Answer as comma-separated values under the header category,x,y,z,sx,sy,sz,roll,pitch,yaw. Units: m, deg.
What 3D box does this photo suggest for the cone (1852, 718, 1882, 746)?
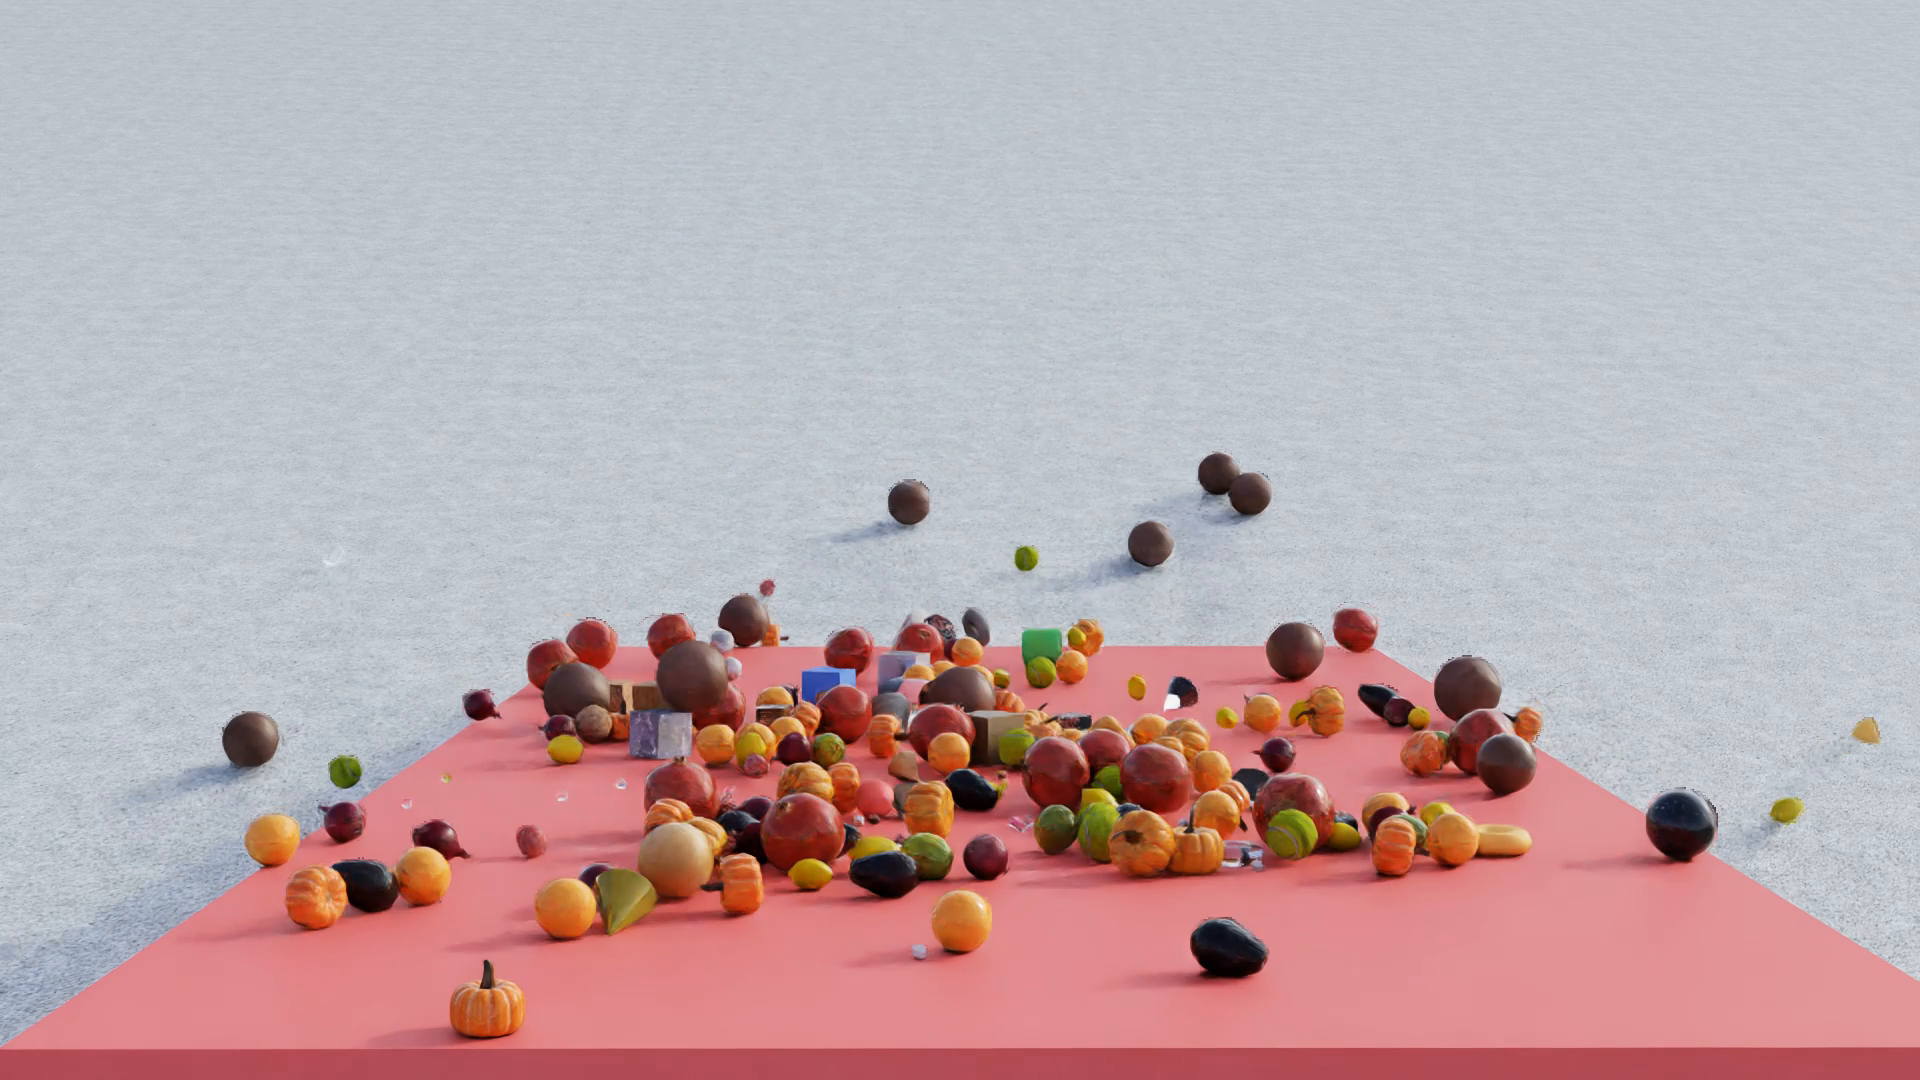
category,x,y,z,sx,sy,sz,roll,pitch,yaw
cone,2.190,0.472,6.172,0.063,0.063,0.063,-15,50,-35

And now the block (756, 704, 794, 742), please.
category,x,y,z,sx,sy,sz,roll,pitch,yaw
block,-0.345,0.341,4.787,0.061,0.061,0.061,0,3,8

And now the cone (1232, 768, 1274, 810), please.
category,x,y,z,sx,sy,sz,roll,pitch,yaw
cone,0.448,0.401,3.992,0.067,0.067,0.067,6,32,16

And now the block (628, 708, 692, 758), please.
category,x,y,z,sx,sy,sz,roll,pitch,yaw
block,-0.531,0.344,4.560,0.078,0.078,0.078,3,2,42

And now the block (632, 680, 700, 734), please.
category,x,y,z,sx,sy,sz,roll,pitch,yaw
block,-0.554,0.319,4.856,0.096,0.096,0.096,1,3,17

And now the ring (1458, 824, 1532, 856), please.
category,x,y,z,sx,sy,sz,roll,pitch,yaw
ring,0.751,0.422,3.609,0.101,0.034,0.101,-1,4,0

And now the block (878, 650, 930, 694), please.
category,x,y,z,sx,sy,sz,roll,pitch,yaw
block,-0.120,0.286,5.506,0.086,0.086,0.086,1,4,20

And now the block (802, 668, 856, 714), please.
category,x,y,z,sx,sy,sz,roll,pitch,yaw
block,-0.267,0.305,5.206,0.084,0.084,0.084,1,3,19

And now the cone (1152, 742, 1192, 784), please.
category,x,y,z,sx,sy,sz,roll,pitch,yaw
cone,0.356,0.385,4.266,0.069,0.069,0.069,-1,30,-1

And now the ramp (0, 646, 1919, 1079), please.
category,x,y,z,sx,sy,sz,roll,pitch,yaw
ramp,0.048,0.436,4.532,2.000,0.100,4.000,0,3,0

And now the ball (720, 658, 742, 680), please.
category,x,y,z,sx,sy,sz,roll,pitch,yaw
ball,-0.514,0.289,5.771,0.051,0.051,0.051,0,21,0

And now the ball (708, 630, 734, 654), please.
category,x,y,z,sx,sy,sz,roll,pitch,yaw
ball,-0.587,0.251,6.328,0.062,0.062,0.062,0,21,0

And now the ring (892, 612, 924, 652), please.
category,x,y,z,sx,sy,sz,roll,pitch,yaw
ring,-0.126,0.227,6.253,0.039,0.118,0.118,31,20,-7

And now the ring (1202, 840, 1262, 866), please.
category,x,y,z,sx,sy,sz,roll,pitch,yaw
ring,0.374,0.430,3.523,0.083,0.028,0.083,0,2,0

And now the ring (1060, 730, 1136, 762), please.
category,x,y,z,sx,sy,sz,roll,pitch,yaw
ring,0.243,0.363,4.536,0.136,0.045,0.136,-1,4,0

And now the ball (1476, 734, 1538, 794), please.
category,x,y,z,sx,sy,sz,roll,pitch,yaw
ball,0.878,0.359,4.131,0.097,0.097,0.097,0,21,0

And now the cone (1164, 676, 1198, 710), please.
category,x,y,z,sx,sy,sz,roll,pitch,yaw
cone,0.436,0.328,5.245,0.072,0.072,0.072,17,40,37

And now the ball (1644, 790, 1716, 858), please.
category,x,y,z,sx,sy,sz,roll,pitch,yaw
ball,0.998,0.393,3.557,0.096,0.096,0.096,0,21,0

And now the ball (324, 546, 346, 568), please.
category,x,y,z,sx,sy,sz,roll,pitch,yaw
ball,-1.776,0.047,7.296,0.065,0.065,0.065,0,21,0

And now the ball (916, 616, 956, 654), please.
category,x,y,z,sx,sy,sz,roll,pitch,yaw
ball,-0.060,0.233,6.333,0.096,0.096,0.096,0,21,0

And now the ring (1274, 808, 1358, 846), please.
category,x,y,z,sx,sy,sz,roll,pitch,yaw
ring,0.512,0.414,3.700,0.122,0.041,0.122,-1,4,0

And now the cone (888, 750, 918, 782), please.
category,x,y,z,sx,sy,sz,roll,pitch,yaw
cone,-0.082,0.388,4.277,0.056,0.056,0.056,-10,43,-25

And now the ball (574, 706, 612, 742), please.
category,x,y,z,sx,sy,sz,roll,pitch,yaw
ball,-0.677,0.339,4.741,0.069,0.069,0.069,0,21,0

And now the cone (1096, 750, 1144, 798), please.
category,x,y,z,sx,sy,sz,roll,pitch,yaw
cone,0.263,0.391,4.128,0.077,0.077,0.077,-2,30,-5

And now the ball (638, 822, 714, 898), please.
category,x,y,z,sx,sy,sz,roll,pitch,yaw
ball,-0.363,0.409,3.282,0.098,0.098,0.098,0,21,0

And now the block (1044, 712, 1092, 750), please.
category,x,y,z,sx,sy,sz,roll,pitch,yaw
block,0.196,0.348,4.662,0.060,0.060,0.060,-2,4,-36

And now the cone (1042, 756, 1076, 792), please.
category,x,y,z,sx,sy,sz,roll,pitch,yaw
cone,0.167,0.392,4.184,0.058,0.058,0.058,-3,30,-7

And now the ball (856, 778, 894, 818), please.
category,x,y,z,sx,sy,sz,roll,pitch,yaw
ball,-0.129,0.392,3.893,0.060,0.060,0.060,0,21,0

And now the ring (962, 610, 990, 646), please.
category,x,y,z,sx,sy,sz,roll,pitch,yaw
ring,0.040,0.214,6.255,0.032,0.097,0.097,-23,29,-26

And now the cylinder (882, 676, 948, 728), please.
category,x,y,z,sx,sy,sz,roll,pitch,yaw
cylinder,-0.089,0.314,4.960,0.093,0.093,0.093,5,19,38

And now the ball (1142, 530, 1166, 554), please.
category,x,y,z,sx,sy,sz,roll,pitch,yaw
ball,0.559,0.005,7.401,0.070,0.070,0.070,0,21,0

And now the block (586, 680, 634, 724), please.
category,x,y,z,sx,sy,sz,roll,pitch,yaw
block,-0.688,0.318,5.053,0.076,0.076,0.076,1,3,10

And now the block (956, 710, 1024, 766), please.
category,x,y,z,sx,sy,sz,roll,pitch,yaw
block,0.052,0.346,4.495,0.084,0.084,0.084,-3,4,-41

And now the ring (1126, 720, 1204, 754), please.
category,x,y,z,sx,sy,sz,roll,pitch,yaw
ring,0.369,0.356,4.631,0.145,0.048,0.145,1,3,0
